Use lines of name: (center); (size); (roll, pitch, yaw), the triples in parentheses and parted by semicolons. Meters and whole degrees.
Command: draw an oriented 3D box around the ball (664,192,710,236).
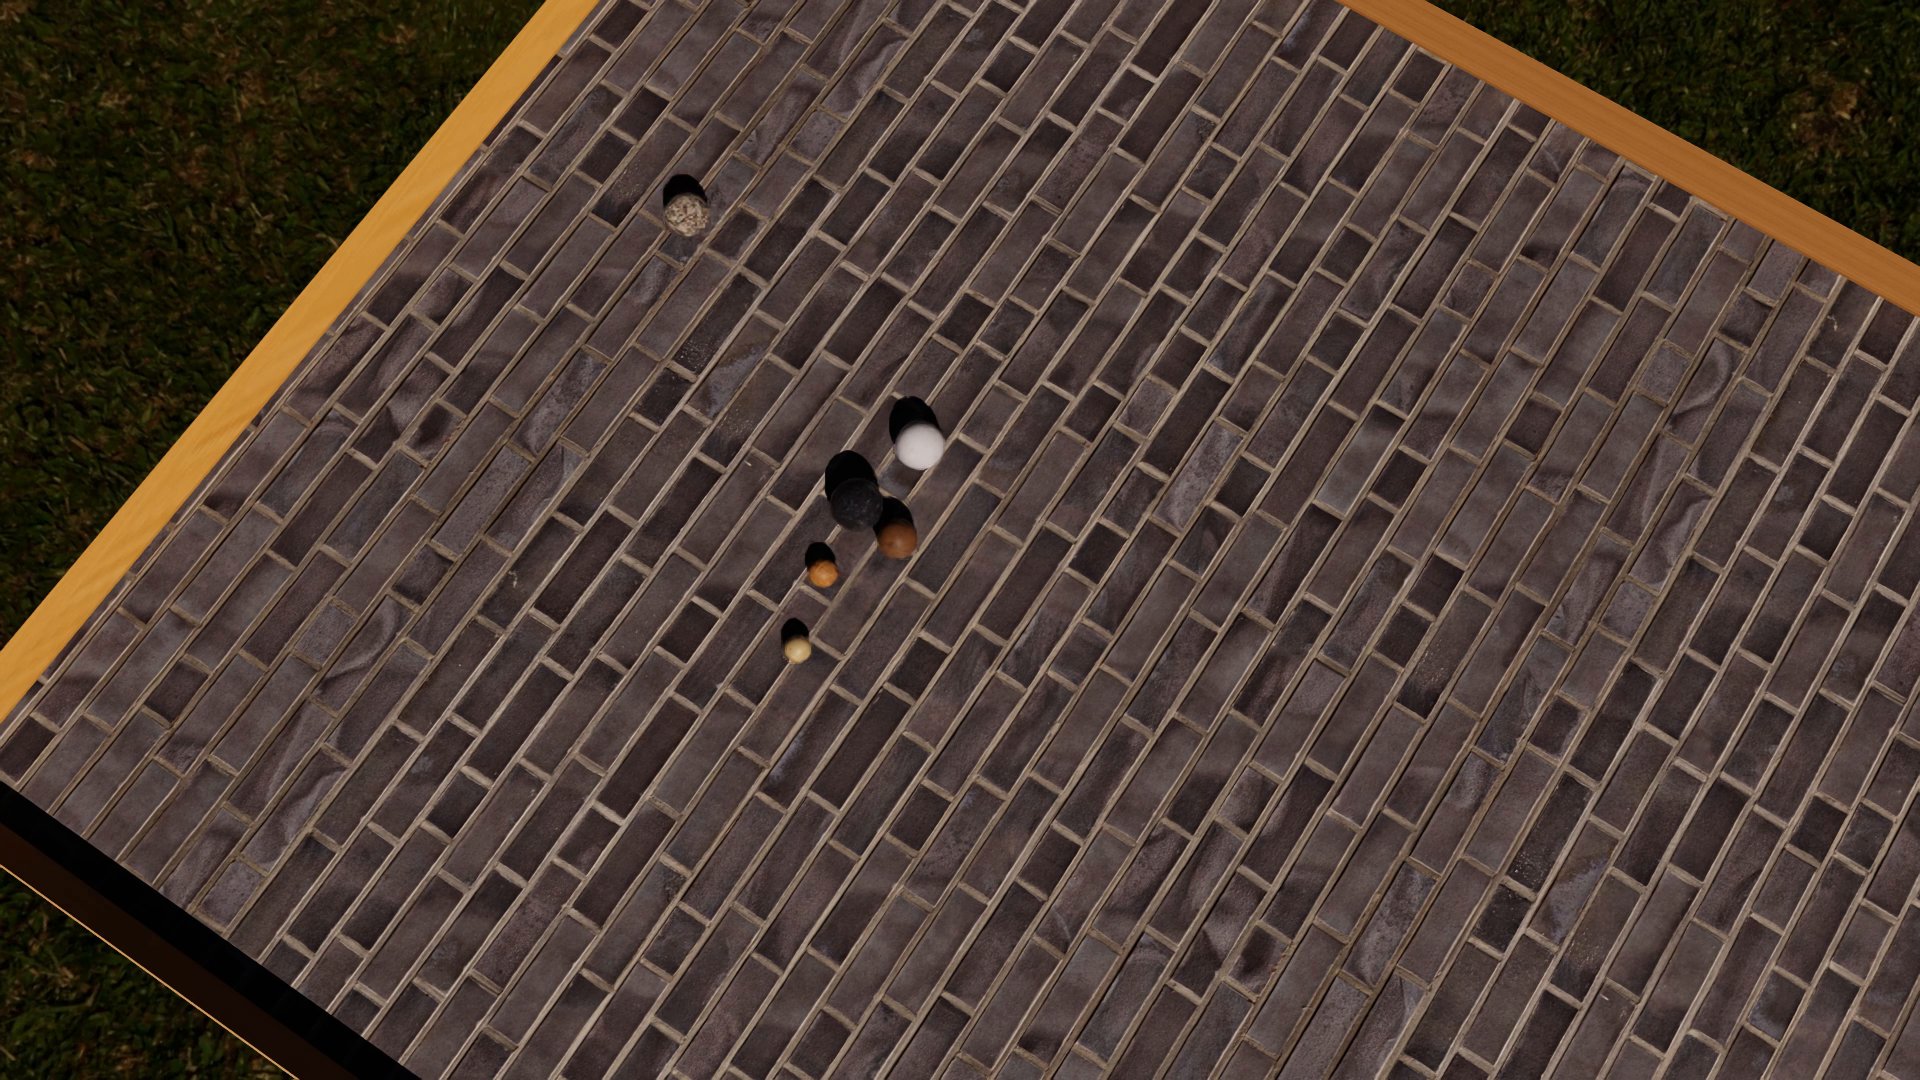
ball: (-0.450, -0.538, 3.626); (0.074, 0.074, 0.074); (0, 70, 0)

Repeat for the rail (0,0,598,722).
rail: (-0.892, -0.559, 3.614); (0.045, 0.110, 2.413); (32, 73, 11)

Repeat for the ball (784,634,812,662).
ball: (-0.250, 0.167, 3.389); (0.044, 0.044, 0.044); (0, 70, 0)

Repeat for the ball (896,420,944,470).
ball: (-0.063, -0.151, 3.485); (0.079, 0.079, 0.079); (0, 70, 0)

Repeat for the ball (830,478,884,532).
ball: (-0.162, -0.055, 3.447); (0.085, 0.085, 0.085); (0, 70, 0)

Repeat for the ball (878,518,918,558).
ball: (-0.097, -0.002, 3.440); (0.064, 0.064, 0.064); (0, 70, 0)

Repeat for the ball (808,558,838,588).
ball: (-0.213, 0.051, 3.429); (0.047, 0.047, 0.047); (0, 70, 0)

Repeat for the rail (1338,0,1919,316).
rail: (1.561, -0.376, 3.548); (4.362, 0.110, 0.045); (32, 73, 11)

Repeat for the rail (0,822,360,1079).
rail: (0.263, 1.486, 2.880); (4.362, 0.110, 0.045); (32, 73, 11)
